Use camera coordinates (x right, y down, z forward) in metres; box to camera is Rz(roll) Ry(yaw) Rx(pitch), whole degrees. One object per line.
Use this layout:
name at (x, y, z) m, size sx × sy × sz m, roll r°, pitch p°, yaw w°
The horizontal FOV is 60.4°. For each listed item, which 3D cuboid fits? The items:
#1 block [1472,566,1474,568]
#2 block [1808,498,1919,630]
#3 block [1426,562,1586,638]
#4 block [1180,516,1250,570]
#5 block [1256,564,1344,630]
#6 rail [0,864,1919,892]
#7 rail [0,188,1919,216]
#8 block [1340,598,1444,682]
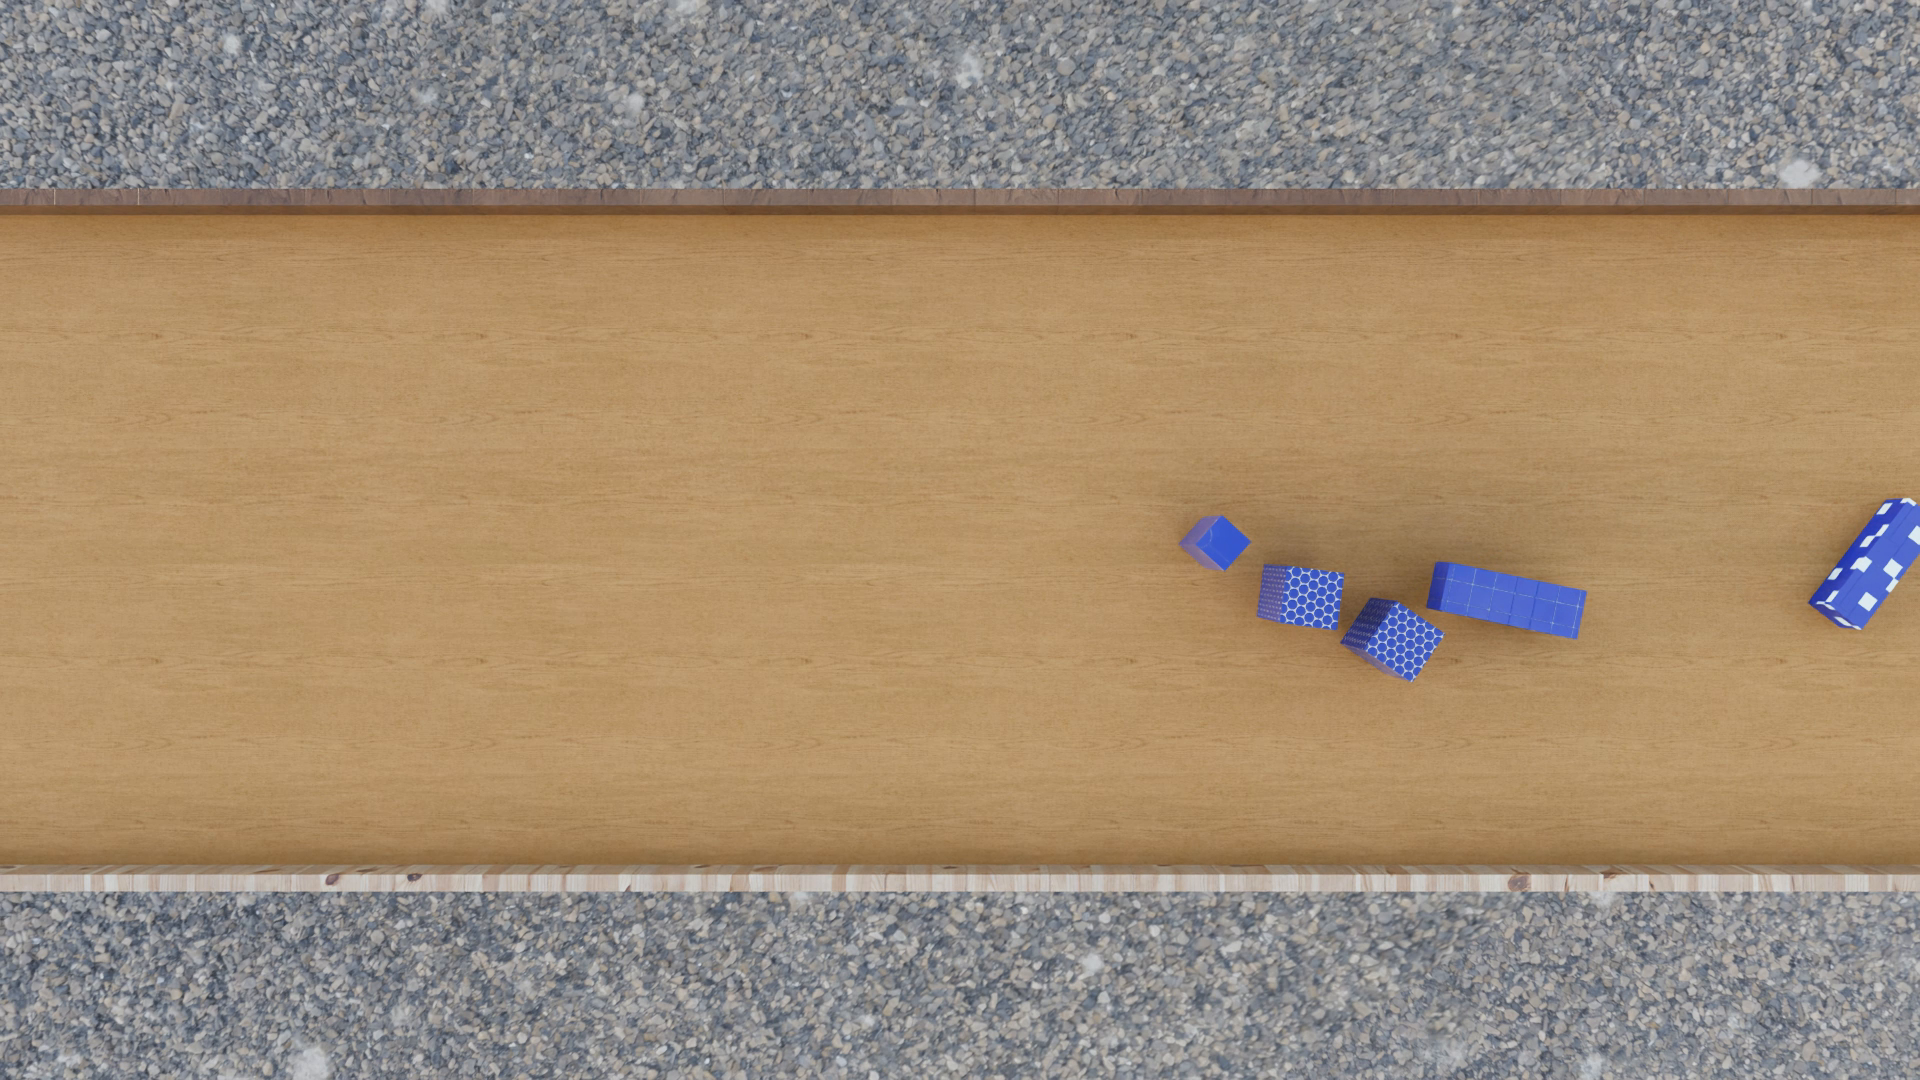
block at (1.674, 0.184, 5.010) m, size 0.339 × 0.134 × 0.134 m, roll 14°, pitch 90°, yaw 0°
block at (2.780, 0.072, 5.014) m, size 0.124 × 0.124 × 0.401 m, roll 37°, pitch 90°, yaw 0°
block at (1.610, 0.177, 4.871) m, size 0.408 × 0.143 × 0.143 m, roll 12°, pitch 90°, yaw 0°
block at (0.751, 0.009, 4.889) m, size 0.113 × 0.376 × 0.113 m, roll 42°, pitch 90°, yaw 0°
block at (1.005, 0.166, 4.893) m, size 0.164 × 0.367 × 0.164 m, roll 8°, pitch 90°, yaw 0°
rail at (-2.247, 1.025, 5.001) m, size 12.000 × 0.150 × 0.050 m, roll 0°, pitch 90°, yaw 0°
rail at (-2.247, -1.025, 5.002) m, size 12.000 × 0.150 × 0.050 m, roll 0°, pitch 90°, yaw 0°
block at (1.287, 0.294, 4.925) m, size 0.170 × 0.303 × 0.170 m, roll 34°, pitch 90°, yaw 0°
